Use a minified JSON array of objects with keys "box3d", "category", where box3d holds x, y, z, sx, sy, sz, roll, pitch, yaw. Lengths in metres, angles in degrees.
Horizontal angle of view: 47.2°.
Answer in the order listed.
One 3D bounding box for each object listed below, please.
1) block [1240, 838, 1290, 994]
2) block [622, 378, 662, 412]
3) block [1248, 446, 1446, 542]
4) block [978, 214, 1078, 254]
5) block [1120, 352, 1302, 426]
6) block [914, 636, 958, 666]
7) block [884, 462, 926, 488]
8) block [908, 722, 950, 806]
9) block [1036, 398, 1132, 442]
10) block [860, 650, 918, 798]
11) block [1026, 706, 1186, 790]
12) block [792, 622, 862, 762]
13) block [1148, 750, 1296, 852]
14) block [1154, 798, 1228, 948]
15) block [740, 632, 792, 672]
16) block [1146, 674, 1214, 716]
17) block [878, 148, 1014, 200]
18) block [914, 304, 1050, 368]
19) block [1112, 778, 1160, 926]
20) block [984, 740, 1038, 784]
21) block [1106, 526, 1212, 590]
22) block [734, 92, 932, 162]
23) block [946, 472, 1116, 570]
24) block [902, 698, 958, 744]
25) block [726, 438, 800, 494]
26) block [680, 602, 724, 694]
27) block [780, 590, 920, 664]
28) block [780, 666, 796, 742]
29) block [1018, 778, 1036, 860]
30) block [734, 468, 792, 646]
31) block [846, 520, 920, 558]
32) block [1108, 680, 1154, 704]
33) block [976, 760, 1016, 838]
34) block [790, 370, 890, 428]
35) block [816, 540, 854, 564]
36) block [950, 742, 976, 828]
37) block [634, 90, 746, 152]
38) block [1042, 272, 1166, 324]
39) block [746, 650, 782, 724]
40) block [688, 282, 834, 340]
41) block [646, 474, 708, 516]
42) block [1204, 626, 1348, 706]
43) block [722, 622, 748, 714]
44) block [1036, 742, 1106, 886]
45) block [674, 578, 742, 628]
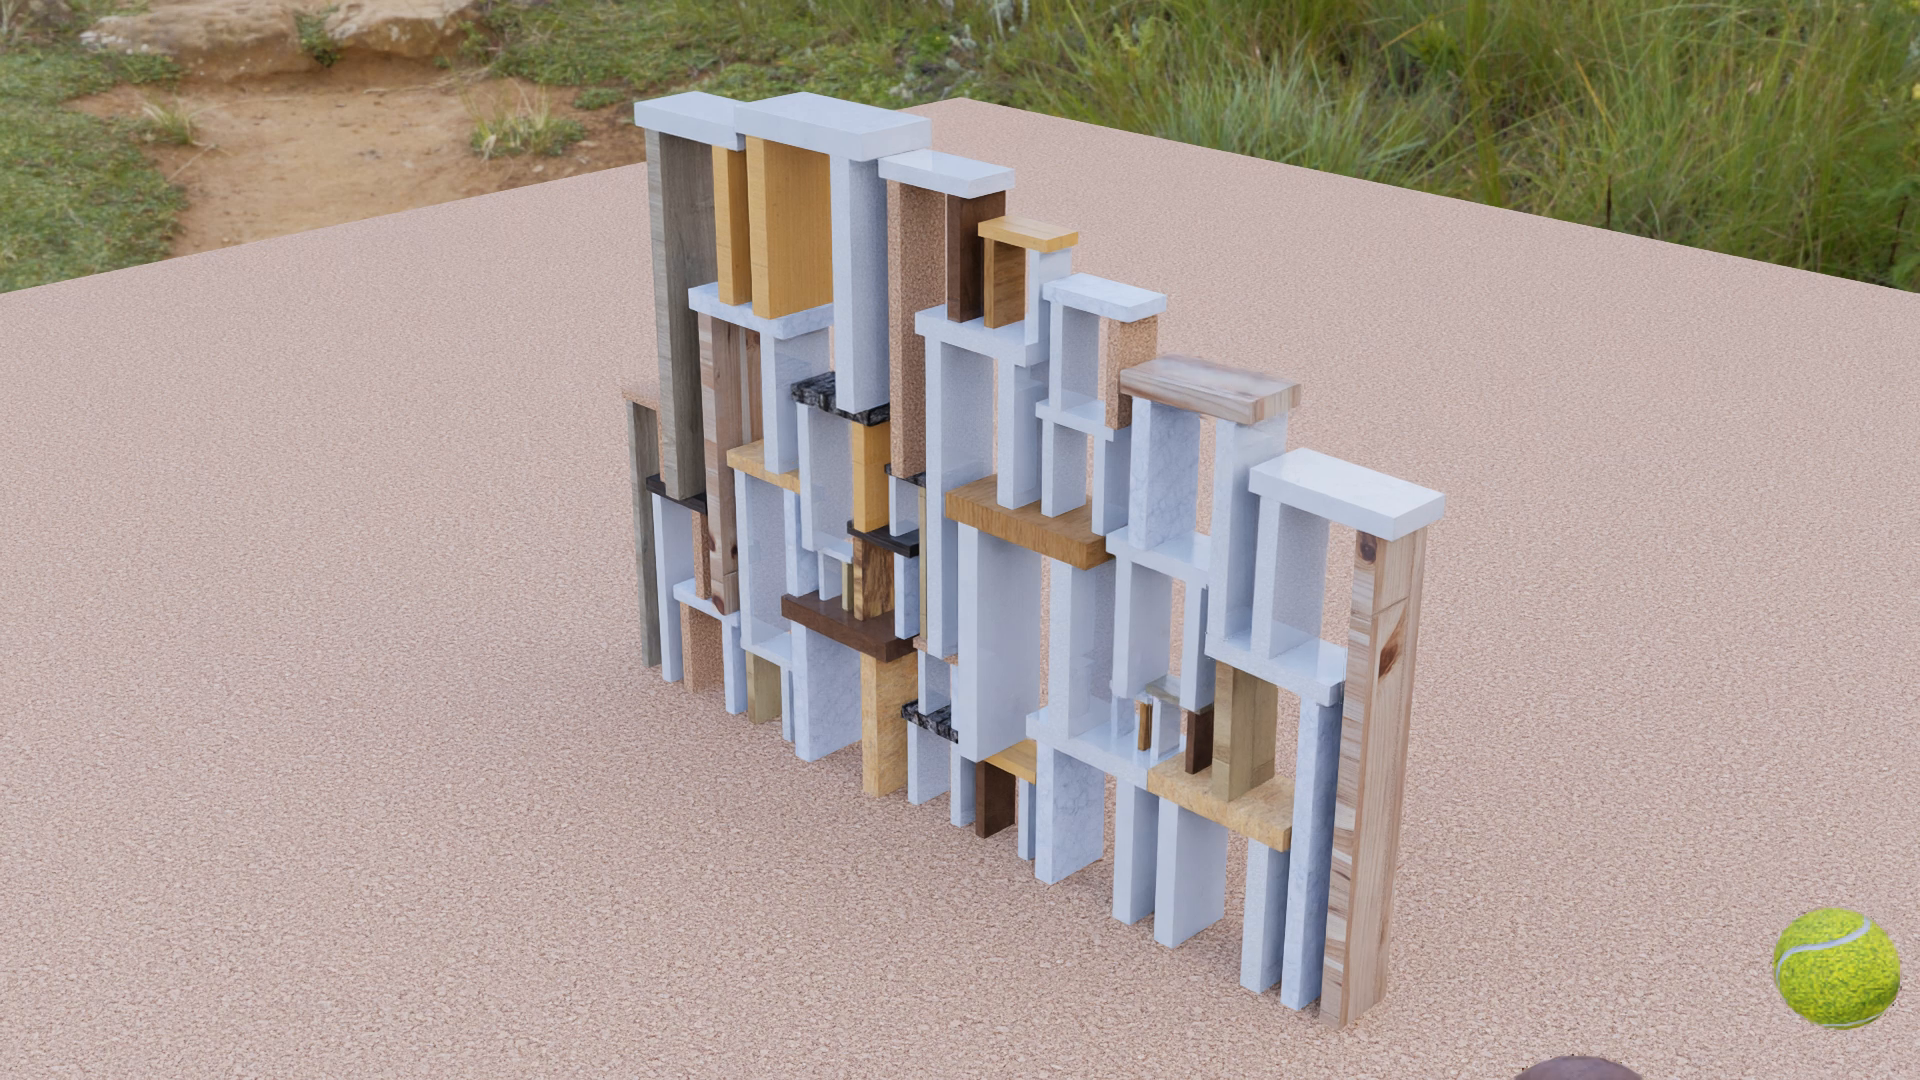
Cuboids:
[{"box3d":[0.565,0.635,3.878,0.043,0.301,0.150,21,31,41],"category":"block"},{"box3d":[-0.658,-0.313,4.805,0.081,0.023,0.163,-22,31,-40],"category":"block"},{"box3d":[0.618,-0.076,3.525,0.280,0.040,0.140,23,32,40],"category":"block"},{"box3d":[0.120,-0.540,3.872,0.082,0.023,0.165,-21,31,-40],"category":"block"},{"box3d":[0.416,-0.254,3.665,0.137,0.039,0.274,-21,29,-40],"category":"block"},{"box3d":[-0.018,0.213,4.330,0.140,0.020,0.070,21,31,41],"category":"block"},{"box3d":[-0.080,-0.130,4.264,0.063,0.018,0.126,-21,31,-40],"category":"block"},{"box3d":[-0.064,0.440,4.486,0.026,0.186,0.093,21,31,41],"category":"block"},{"box3d":[0.232,-0.219,3.883,0.183,0.026,0.091,21,31,40],"category":"block"},{"box3d":[-0.128,0.355,4.517,0.045,0.318,0.159,21,31,41],"category":"block"},{"box3d":[0.282,0.369,4.078,0.297,0.042,0.148,21,31,41],"category":"block"},{"box3d":[-0.278,0.297,4.655,0.045,0.318,0.159,21,31,41],"category":"block"},{"box3d":[0.494,0.450,3.877,0.301,0.043,0.150,21,31,40],"category":"block"},{"box3d":[0.423,0.580,4.009,0.043,0.301,0.150,21,31,41],"category":"block"},{"box3d":[-0.384,0.233,4.735,0.174,0.025,0.087,21,31,41],"category":"block"},{"box3d":[0.397,0.273,3.903,0.121,0.017,0.061,21,31,39],"category":"block"},{"box3d":[-0.025,-0.663,3.975,0.233,0.033,0.117,21,31,41],"category":"block"},{"box3d":[0.065,-0.380,3.997,0.139,0.040,0.279,-21,31,-41],"category":"block"},{"box3d":[0.352,0.552,4.080,0.042,0.297,0.149,21,31,41],"category":"block"},{"box3d":[0.112,0.420,4.287,0.176,0.025,0.088,21,31,41],"category":"block"},{"box3d":[0.383,0.022,3.823,0.119,0.034,0.238,-21,31,-40],"category":"block"},{"box3d":[-0.243,-0.783,4.150,0.358,0.051,0.179,21,31,41],"category":"block"},{"box3d":[0.159,-0.042,4.029,0.351,0.050,0.176,21,31,41],"category":"block"},{"box3d":[-0.020,0.359,4.404,0.186,0.026,0.093,21,31,41],"category":"block"},{"box3d":[-0.362,-0.155,4.553,0.235,0.033,0.117,21,31,40],"category":"block"},{"box3d":[-0.572,0.225,4.949,0.031,0.220,0.110,21,31,41],"category":"block"},{"box3d":[-0.203,0.159,4.515,0.318,0.045,0.159,21,31,41],"category":"block"},{"box3d":[-0.343,0.340,4.736,0.025,0.174,0.087,21,31,41],"category":"block"},{"box3d":[0.154,0.529,4.288,0.025,0.176,0.088,21,31,41],"category":"block"},{"box3d":[-0.417,0.023,4.689,0.033,0.399,0.117,21,31,40],"category":"block"},{"box3d":[-0.130,-0.013,4.367,0.090,0.026,0.181,-21,31,-41],"category":"block"},{"box3d":[0.322,0.270,3.993,0.048,0.014,0.095,-21,31,-39],"category":"block"},{"box3d":[0.071,0.497,4.365,0.025,0.176,0.088,21,31,41],"category":"block"},{"box3d":[-0.214,-0.279,4.334,0.229,0.032,0.114,21,31,40],"category":"block"},{"box3d":[-0.241,0.020,4.493,0.106,0.015,0.053,19,30,39],"category":"block"},{"box3d":[0.024,0.474,4.405,0.026,0.186,0.093,21,31,41],"category":"block"},{"box3d":[-0.487,-0.838,4.387,0.320,0.045,0.160,21,32,40],"category":"block"},{"box3d":[0.248,-0.417,3.779,0.196,0.028,0.098,21,31,41],"category":"block"},{"box3d":[-0.425,0.308,4.812,0.025,0.174,0.087,21,31,41],"category":"block"},{"box3d":[-0.400,-0.474,4.458,0.293,0.042,0.147,22,31,40],"category":"block"},{"box3d":[-0.581,-0.109,4.809,0.207,0.029,0.104,22,31,40],"category":"block"},{"box3d":[0.554,0.198,3.694,0.131,0.037,0.261,-21,32,-40],"category":"block"},{"box3d":[-0.469,0.266,4.854,0.031,0.220,0.110,21,31,41],"category":"block"},{"box3d":[0.212,0.497,4.209,0.042,0.297,0.148,21,31,41],"category":"block"},{"box3d":[-0.521,0.130,4.852,0.220,0.031,0.110,21,31,41],"category":"block"}]
